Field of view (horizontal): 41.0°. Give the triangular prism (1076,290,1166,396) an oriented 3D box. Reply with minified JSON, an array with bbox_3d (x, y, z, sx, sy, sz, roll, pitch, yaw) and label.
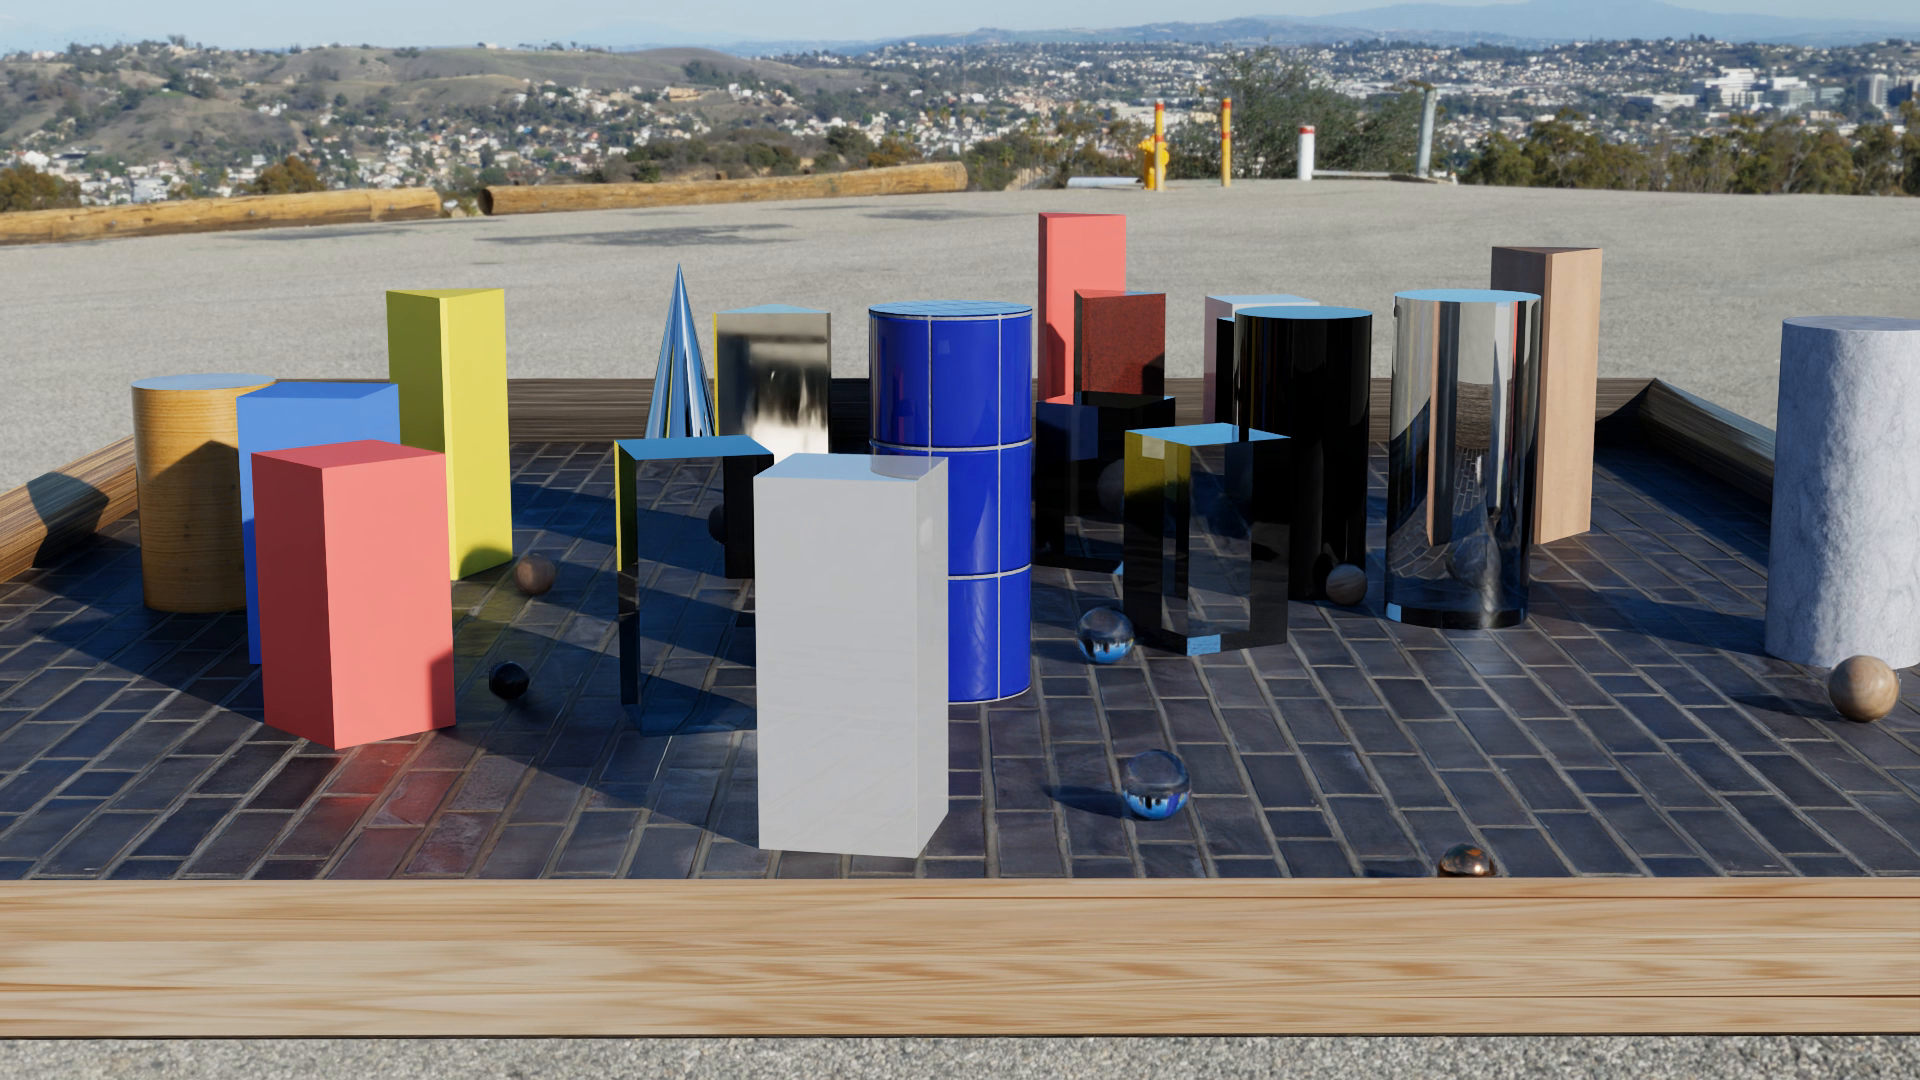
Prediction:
[{"bbox_3d":[0.233,-0.239,4.287,0.164,0.350,0.142,-7,13,-32],"label":"triangular prism"}]

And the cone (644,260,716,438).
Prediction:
[{"bbox_3d":[-0.439,-0.229,4.042,0.189,0.420,0.189,0,11,0],"label":"cone"}]

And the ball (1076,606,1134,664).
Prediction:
[{"bbox_3d":[0.178,0.116,3.143,0.071,0.071,0.071,0,11,0],"label":"ball"}]

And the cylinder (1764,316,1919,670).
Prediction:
[{"bbox_3d":[1.102,-0.062,3.167,0.189,0.412,0.189,0,11,0],"label":"cylinder"}]

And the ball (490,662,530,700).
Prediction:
[{"bbox_3d":[-0.520,0.163,2.964,0.044,0.044,0.044,0,11,0],"label":"ball"}]

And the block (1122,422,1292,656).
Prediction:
[{"bbox_3d":[0.312,-0.004,3.262,0.151,0.264,0.151,-6,12,-28],"label":"block"}]

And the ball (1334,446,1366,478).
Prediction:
[{"bbox_3d":[0.690,-0.137,4.540,0.056,0.056,0.056,0,11,0],"label":"ball"}]

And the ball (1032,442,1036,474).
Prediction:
[{"bbox_3d":[0.091,-0.144,4.483,0.091,0.091,0.091,0,11,0],"label":"ball"}]

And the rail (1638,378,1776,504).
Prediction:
[{"bbox_3d":[1.333,0.030,3.457,0.045,0.123,3.095,0,11,0],"label":"rail"}]

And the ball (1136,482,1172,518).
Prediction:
[{"bbox_3d":[0.313,-0.063,4.138,0.059,0.059,0.059,0,11,0],"label":"ball"}]

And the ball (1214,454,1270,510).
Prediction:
[{"bbox_3d":[0.465,-0.097,4.227,0.092,0.092,0.092,0,11,0],"label":"ball"}]

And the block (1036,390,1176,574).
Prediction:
[{"bbox_3d":[0.213,-0.087,3.766,0.151,0.241,0.151,6,12,30],"label":"block"}]

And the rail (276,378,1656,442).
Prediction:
[{"bbox_3d":[-0.009,-0.248,4.947,2.714,0.123,0.045,0,11,0],"label":"rail"}]

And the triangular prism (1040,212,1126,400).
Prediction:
[{"bbox_3d":[0.181,-0.340,4.517,0.164,0.464,0.142,-7,13,-33],"label":"triangular prism"}]

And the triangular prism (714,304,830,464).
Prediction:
[{"bbox_3d":[-0.270,-0.152,3.754,0.164,0.374,0.142,0,11,-2],"label":"triangular prism"}]

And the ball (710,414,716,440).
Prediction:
[{"bbox_3d":[-0.428,-0.214,4.867,0.088,0.088,0.088,0,11,0],"label":"ball"}]

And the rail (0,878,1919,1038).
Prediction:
[{"bbox_3d":[0.009,0.311,1.951,2.714,0.123,0.045,0,11,0],"label":"rail"}]

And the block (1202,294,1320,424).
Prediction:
[{"bbox_3d":[0.509,-0.244,4.365,0.151,0.332,0.151,-2,11,-12],"label":"block"}]

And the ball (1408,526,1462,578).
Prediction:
[{"bbox_3d":[0.678,0.018,3.659,0.076,0.076,0.076,0,11,0],"label":"ball"}]

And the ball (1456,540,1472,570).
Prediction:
[{"bbox_3d":[0.722,0.021,3.727,0.044,0.044,0.044,0,11,0],"label":"ball"}]

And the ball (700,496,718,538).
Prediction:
[{"bbox_3d":[-0.371,-0.035,3.975,0.064,0.064,0.064,0,11,0],"label":"ball"}]

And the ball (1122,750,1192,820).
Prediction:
[{"bbox_3d":[0.191,0.238,2.497,0.068,0.068,0.068,0,11,0],"label":"ball"}]

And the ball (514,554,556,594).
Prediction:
[{"bbox_3d":[-0.587,0.048,3.550,0.057,0.057,0.057,0,11,0],"label":"ball"}]

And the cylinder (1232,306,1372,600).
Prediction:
[{"bbox_3d":[0.474,-0.124,3.572,0.189,0.386,0.189,0,11,0],"label":"cylinder"}]

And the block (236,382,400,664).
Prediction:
[{"bbox_3d":[-0.788,-0.022,3.181,0.151,0.329,0.151,1,11,6],"label":"block"}]

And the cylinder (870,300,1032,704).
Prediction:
[{"bbox_3d":[-0.011,-0.048,2.999,0.189,0.447,0.189,0,11,0],"label":"cylinder"}]

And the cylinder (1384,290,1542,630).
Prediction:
[{"bbox_3d":[0.662,-0.110,3.387,0.189,0.426,0.189,0,11,0],"label":"cylinder"}]

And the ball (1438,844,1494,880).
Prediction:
[{"bbox_3d":[0.445,0.292,2.257,0.050,0.050,0.050,0,11,0],"label":"ball"}]

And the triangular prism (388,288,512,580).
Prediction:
[{"bbox_3d":[-0.720,-0.160,3.724,0.142,0.401,0.164,-9,14,-39],"label":"triangular prism"}]

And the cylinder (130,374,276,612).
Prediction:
[{"bbox_3d":[-1.024,-0.067,3.501,0.189,0.300,0.189,0,11,0],"label":"cylinder"}]

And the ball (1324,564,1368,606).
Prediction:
[{"bbox_3d":[0.524,0.061,3.477,0.057,0.057,0.057,0,11,0],"label":"ball"}]

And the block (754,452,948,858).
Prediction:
[{"bbox_3d":[-0.100,0.105,2.432,0.151,0.353,0.151,2,11,11],"label":"block"}]

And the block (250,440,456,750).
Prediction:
[{"bbox_3d":[-0.668,0.055,2.830,0.151,0.305,0.151,-10,14,-43],"label":"block"}]

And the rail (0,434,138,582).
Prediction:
[{"bbox_3d":[-1.333,0.033,3.442,0.045,0.123,3.095,0,11,0],"label":"rail"}]

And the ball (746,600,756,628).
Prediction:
[{"bbox_3d":[-0.259,0.096,3.332,0.041,0.041,0.041,0,11,0],"label":"ball"}]

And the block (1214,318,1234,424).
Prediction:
[{"bbox_3d":[0.501,-0.180,4.031,0.151,0.328,0.151,-4,11,-19],"label":"block"}]

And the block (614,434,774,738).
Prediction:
[{"bbox_3d":[-0.295,0.048,2.865,0.151,0.307,0.151,-3,11,-16],"label":"block"}]

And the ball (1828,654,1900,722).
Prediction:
[{"bbox_3d":[1.010,0.165,2.868,0.075,0.075,0.075,0,11,0],"label":"ball"}]

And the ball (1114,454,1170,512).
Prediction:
[{"bbox_3d":[0.298,-0.094,4.208,0.095,0.095,0.095,0,11,0],"label":"ball"}]

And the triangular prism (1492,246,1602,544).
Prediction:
[{"bbox_3d":[0.884,-0.231,3.990,0.142,0.443,0.164,9,14,41],"label":"triangular prism"}]
